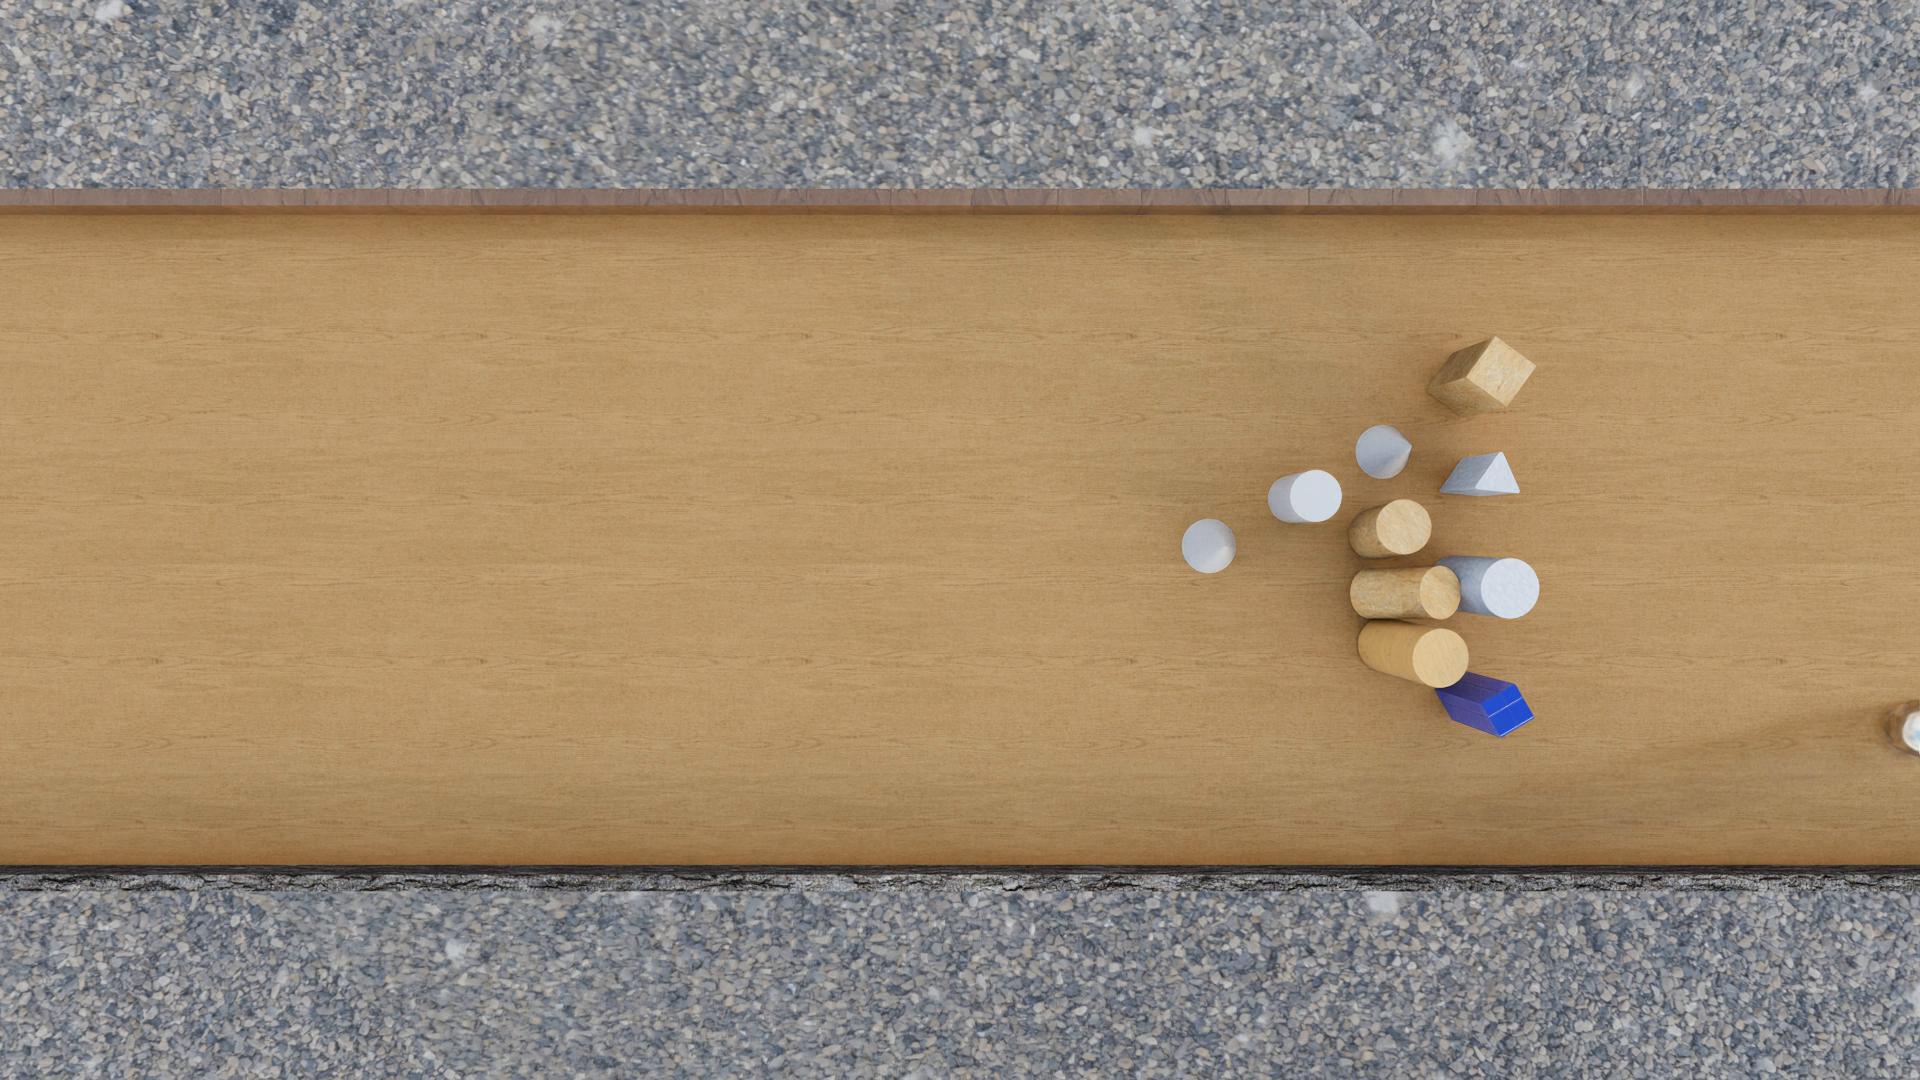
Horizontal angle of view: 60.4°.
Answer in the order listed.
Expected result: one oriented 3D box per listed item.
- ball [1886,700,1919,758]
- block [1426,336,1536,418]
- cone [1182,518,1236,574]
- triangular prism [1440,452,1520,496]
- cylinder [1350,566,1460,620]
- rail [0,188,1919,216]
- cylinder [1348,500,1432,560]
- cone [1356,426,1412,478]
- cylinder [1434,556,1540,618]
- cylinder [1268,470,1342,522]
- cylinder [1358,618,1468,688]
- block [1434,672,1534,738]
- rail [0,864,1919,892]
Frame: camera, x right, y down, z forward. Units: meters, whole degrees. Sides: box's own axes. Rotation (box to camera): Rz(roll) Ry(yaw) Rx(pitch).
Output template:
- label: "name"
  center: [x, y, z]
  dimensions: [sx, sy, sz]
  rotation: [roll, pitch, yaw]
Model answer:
- label: "ball"
  center: [2.899, 0.572, 4.989]
  dimensions: [0.174, 0.174, 0.174]
  rotation: [0, 90, 0]
- label: "block"
  center: [1.532, -0.477, 4.872]
  dimensions: [0.142, 0.410, 0.142]
  rotation: [36, 90, 0]
- label: "cone"
  center: [0.767, 0.018, 4.915]
  dimensions: [0.168, 0.322, 0.168]
  rotation: [0, 90, 0]
- label: "triangular prism"
  center: [1.545, -0.198, 4.900]
  dimensions: [0.127, 0.353, 0.110]
  rotation: [5, 90, 0]
- label: "cylinder"
  center: [1.322, 0.158, 4.906]
  dimensions: [0.155, 0.304, 0.155]
  rotation: [1, 87, -27]
- label: "rail"
  center: [-2.247, -1.025, 5.002]
  dimensions: [12.000, 0.150, 0.050]
  rotation: [0, 90, 0]
- label: "cylinder"
  center: [1.272, -0.028, 4.894]
  dimensions: [0.157, 0.357, 0.157]
  rotation: [0, 87, 1]
- label: "cone"
  center: [1.300, -0.271, 4.911]
  dimensions: [0.166, 0.330, 0.166]
  rotation: [0, 90, 0]
- label: "cylinder"
  center: [1.538, 0.134, 4.865]
  dimensions: [0.170, 0.410, 0.170]
  rotation: [0, 91, -5]
- label: "cylinder"
  center: [1.022, -0.126, 4.905]
  dimensions: [0.149, 0.342, 0.149]
  rotation: [0, 90, 0]
- label: "cylinder"
  center: [1.329, 0.327, 4.861]
  dimensions: [0.167, 0.413, 0.167]
  rotation: [0, 92, -8]
- label: "block"
  center: [1.535, 0.479, 4.848]
  dimensions: [0.111, 0.456, 0.111]
  rotation: [-30, 90, 0]
- label: "rail"
  center: [-2.247, 1.025, 5.001]
  dimensions: [12.000, 0.150, 0.050]
  rotation: [0, 90, 0]
